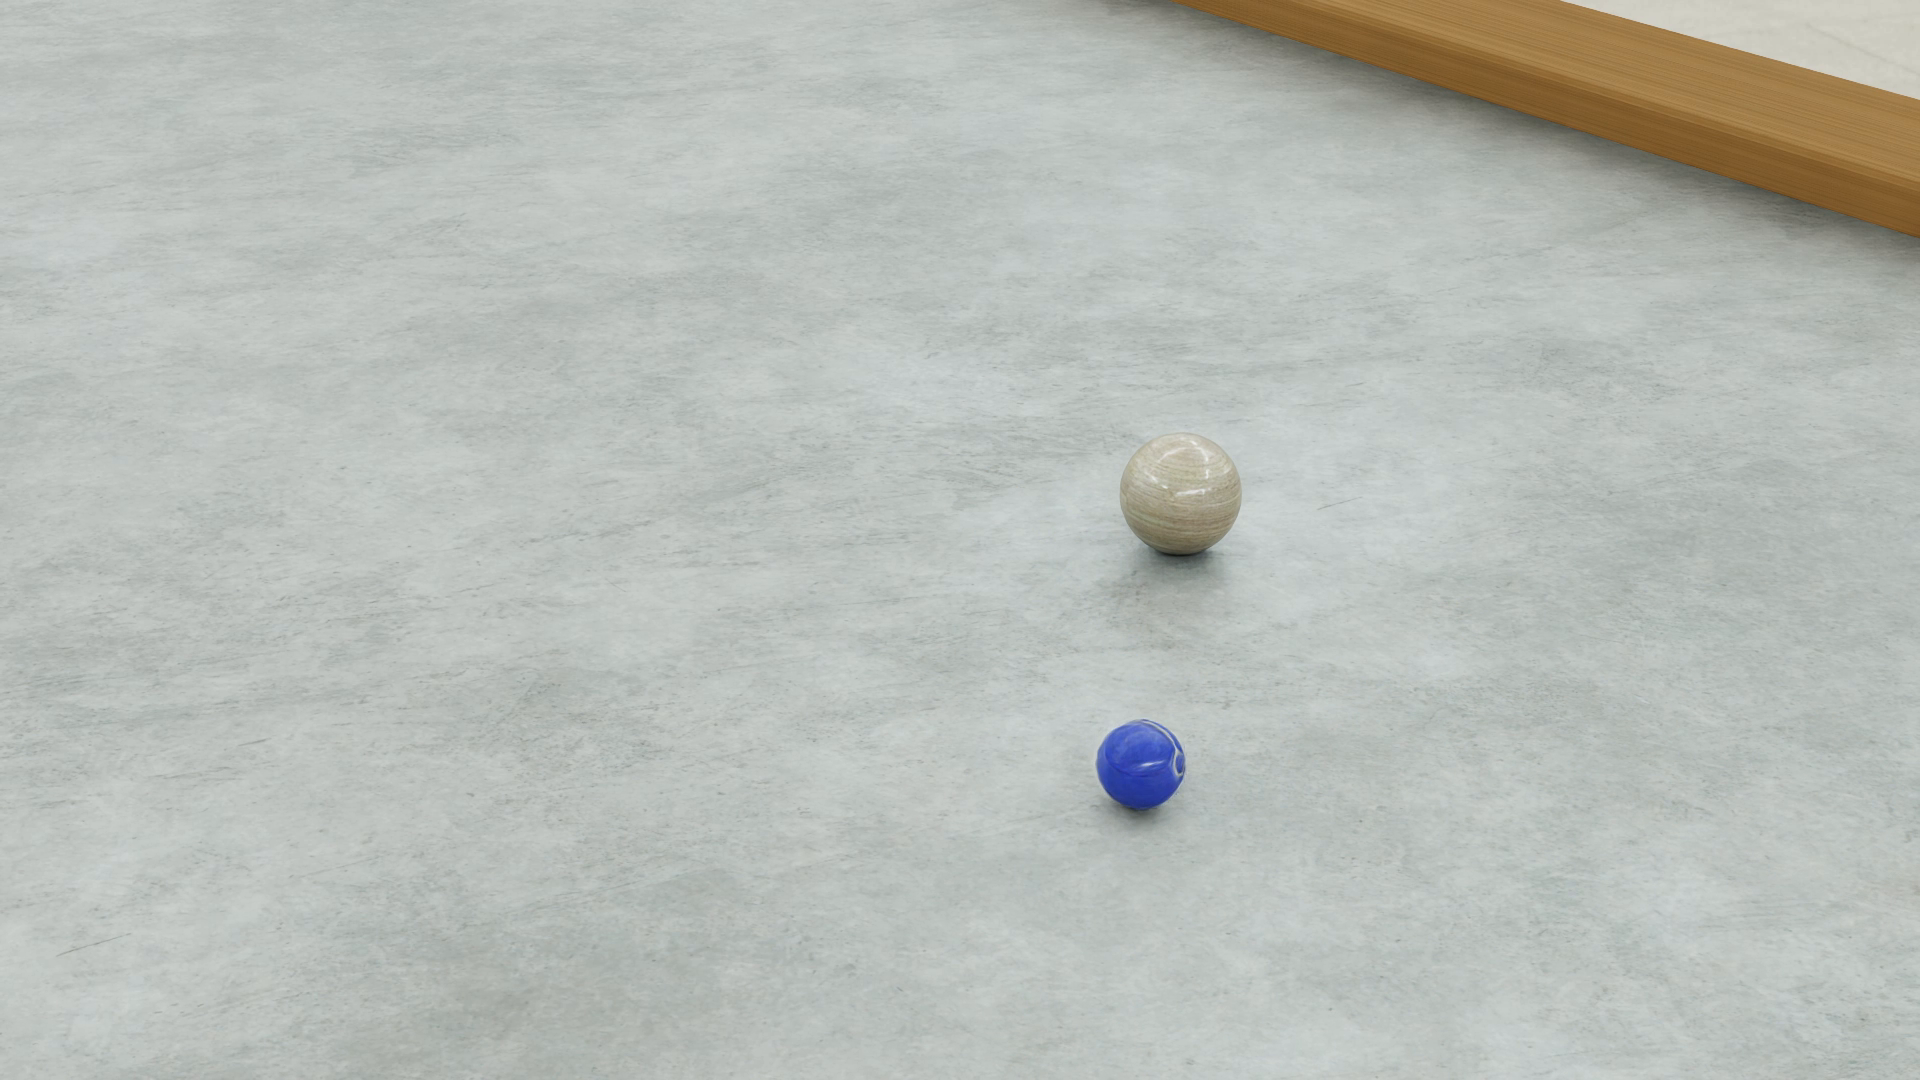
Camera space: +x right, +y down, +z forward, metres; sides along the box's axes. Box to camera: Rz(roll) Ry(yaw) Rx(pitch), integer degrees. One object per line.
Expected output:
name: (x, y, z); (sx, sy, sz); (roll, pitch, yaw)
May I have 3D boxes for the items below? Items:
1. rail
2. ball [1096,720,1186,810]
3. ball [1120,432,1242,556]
rail: (0.286, -0.681, 3.473); (0.045, 0.129, 4.134); (-18, 31, -33)
ball: (0.113, 0.140, 1.836); (0.056, 0.056, 0.056); (0, 25, 0)
ball: (0.162, -0.034, 2.161); (0.090, 0.090, 0.090); (0, 25, 0)
